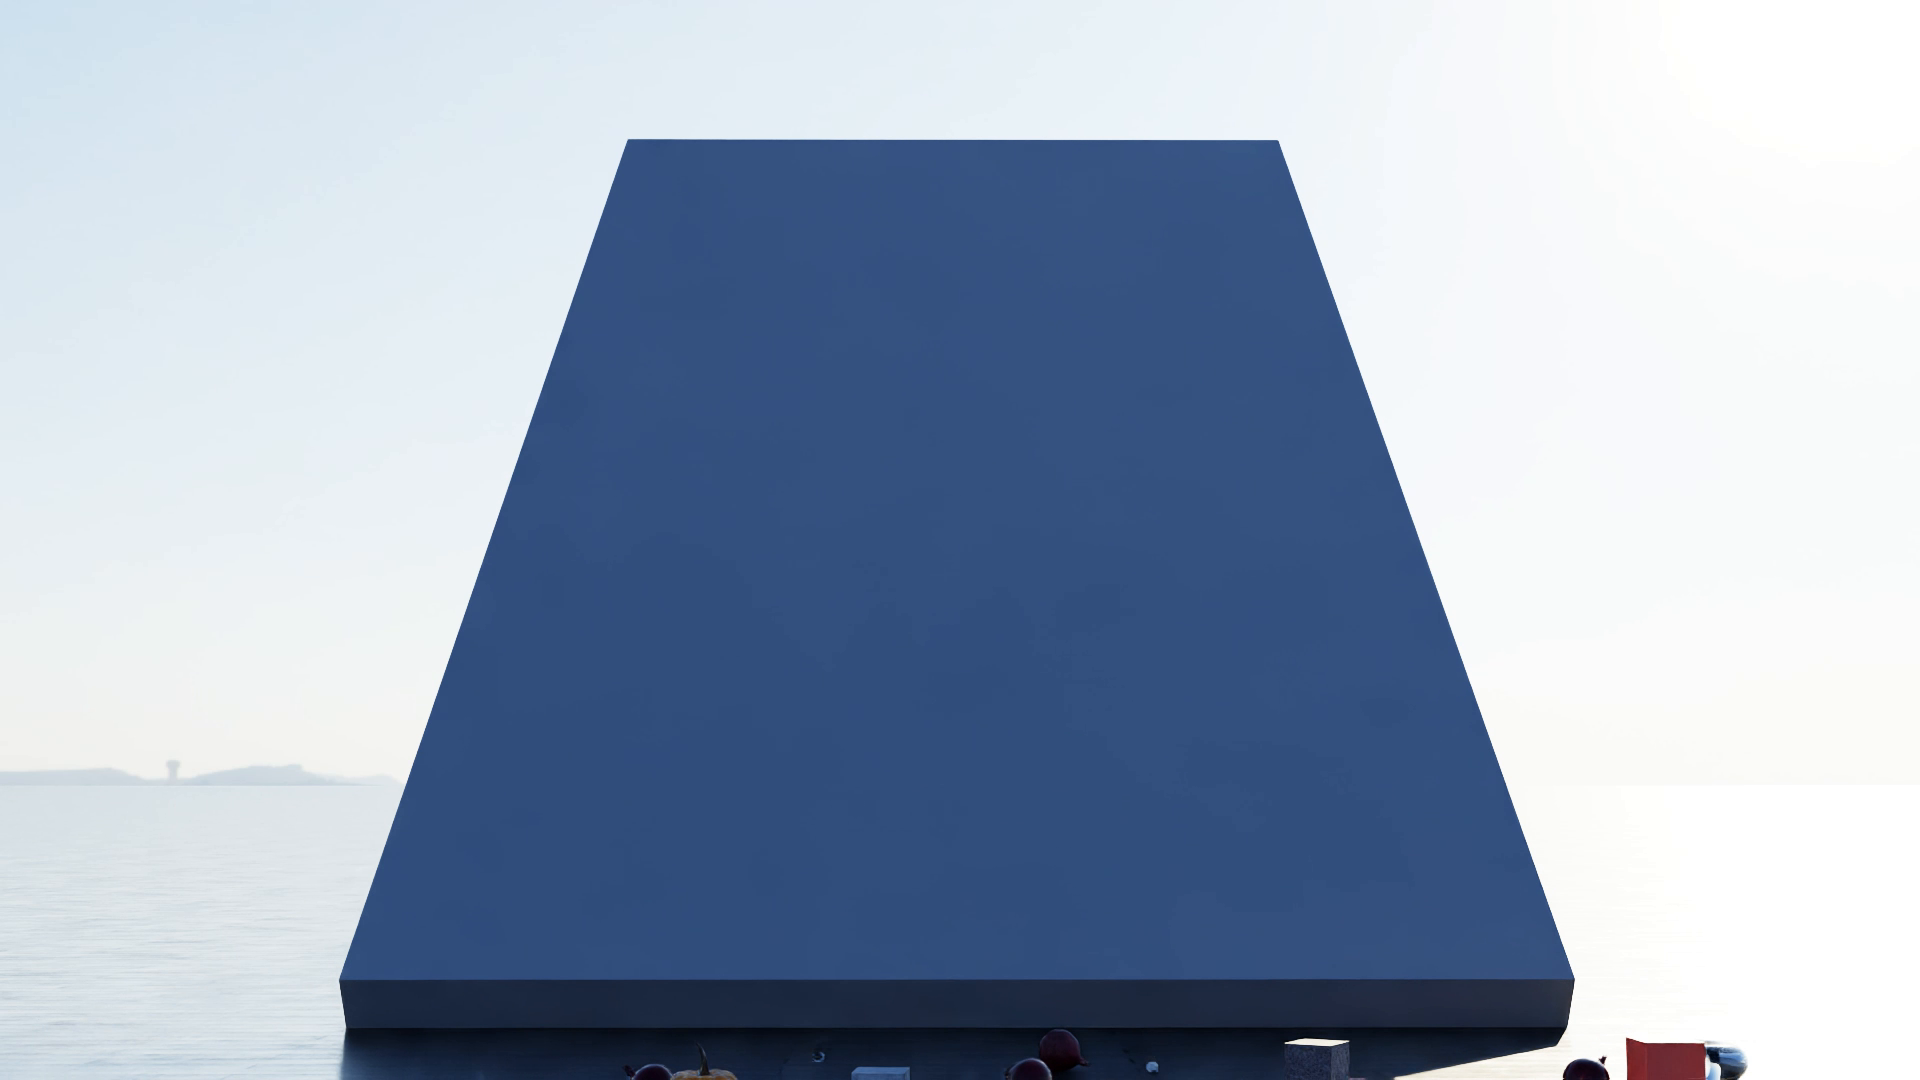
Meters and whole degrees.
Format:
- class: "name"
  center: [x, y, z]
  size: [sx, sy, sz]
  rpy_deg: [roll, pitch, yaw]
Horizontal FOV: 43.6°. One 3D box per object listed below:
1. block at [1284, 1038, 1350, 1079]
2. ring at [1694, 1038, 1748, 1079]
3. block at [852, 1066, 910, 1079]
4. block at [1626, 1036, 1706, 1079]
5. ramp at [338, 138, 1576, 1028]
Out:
- class: "block"
  center: [0.464, 0.685, 3.120]
  size: [0.064, 0.064, 0.064]
  rpy_deg: [-3, -7, 30]
- class: "ring"
  center: [0.994, 0.707, 3.264]
  size: [0.149, 0.050, 0.149]
  rpy_deg: [1, -6, 0]
- class: "block"
  center: [-0.094, 0.658, 2.839]
  size: [0.062, 0.062, 0.062]
  rpy_deg: [0, -6, 5]
- class: "block"
  center: [0.896, 0.672, 3.048]
  size: [0.075, 0.075, 0.075]
  rpy_deg: [0, -6, -4]
- class: "ramp"
  center: [-0.012, -0.217, 5.656]
  size: [2.000, 0.100, 4.000]
  rpy_deg: [0, 29, 0]
